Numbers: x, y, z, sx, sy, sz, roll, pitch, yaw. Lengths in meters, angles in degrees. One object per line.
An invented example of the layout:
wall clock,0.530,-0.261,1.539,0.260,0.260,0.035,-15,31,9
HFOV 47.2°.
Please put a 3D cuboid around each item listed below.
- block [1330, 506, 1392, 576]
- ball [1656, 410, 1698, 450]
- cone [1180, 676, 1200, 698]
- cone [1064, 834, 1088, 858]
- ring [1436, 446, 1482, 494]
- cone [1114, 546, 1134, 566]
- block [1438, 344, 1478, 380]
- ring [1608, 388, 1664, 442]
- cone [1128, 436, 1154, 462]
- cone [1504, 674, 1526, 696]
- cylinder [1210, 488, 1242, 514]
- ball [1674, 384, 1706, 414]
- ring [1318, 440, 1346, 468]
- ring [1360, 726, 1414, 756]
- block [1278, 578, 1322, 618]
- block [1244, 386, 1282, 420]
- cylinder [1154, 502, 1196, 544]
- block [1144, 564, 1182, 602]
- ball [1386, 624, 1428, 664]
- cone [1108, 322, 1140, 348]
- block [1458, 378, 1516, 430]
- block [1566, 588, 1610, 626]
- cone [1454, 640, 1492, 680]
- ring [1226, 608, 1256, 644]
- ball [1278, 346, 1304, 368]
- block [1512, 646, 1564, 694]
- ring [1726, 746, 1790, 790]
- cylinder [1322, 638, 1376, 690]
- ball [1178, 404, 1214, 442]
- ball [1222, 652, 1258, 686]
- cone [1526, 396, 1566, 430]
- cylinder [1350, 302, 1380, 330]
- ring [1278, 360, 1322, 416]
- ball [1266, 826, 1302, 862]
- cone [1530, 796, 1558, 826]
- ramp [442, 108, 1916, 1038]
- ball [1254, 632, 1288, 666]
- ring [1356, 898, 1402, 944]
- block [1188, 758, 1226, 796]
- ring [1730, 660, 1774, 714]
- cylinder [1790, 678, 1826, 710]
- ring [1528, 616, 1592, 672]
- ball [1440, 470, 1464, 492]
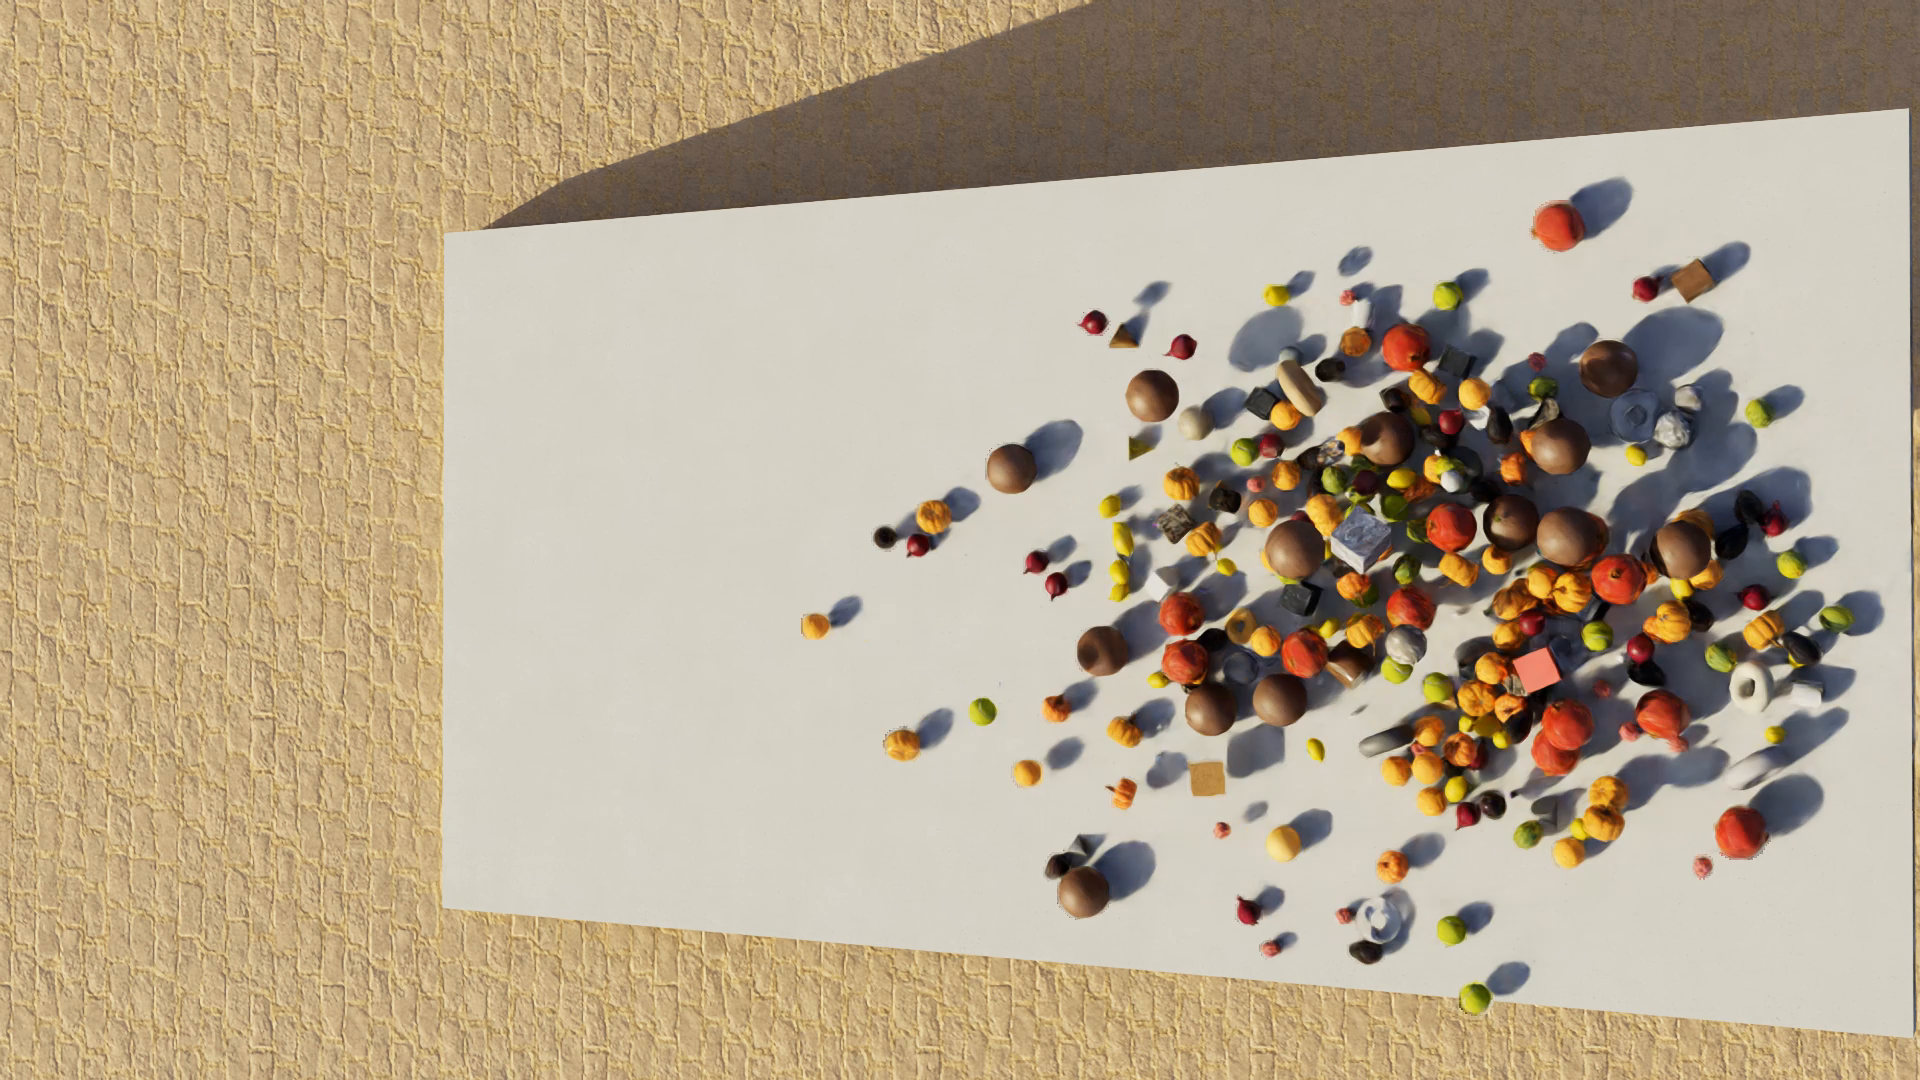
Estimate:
block,0.929,0.001,5.100,0.098,0.098,0.098,40,79,21
ball,1.596,-0.245,4.900,0.090,0.090,0.090,0,89,0
cone,0.582,0.357,5.446,0.053,0.053,0.053,39,75,0
cone,0.298,0.770,5.583,0.057,0.057,0.057,9,64,0
ring,1.169,-0.163,5.150,0.115,0.038,0.115,0,91,30
cone,0.422,0.031,5.525,0.050,0.050,0.050,39,88,0
block,1.163,-0.416,5.144,0.060,0.060,0.060,28,102,24
ring,1.526,-0.280,4.961,0.123,0.041,0.123,0,91,13
cone,0.456,-0.229,5.512,0.066,0.066,0.066,0,89,0
cone,1.276,0.321,5.015,0.053,0.053,0.053,17,121,31
cylinder,0.645,-0.096,5.351,0.055,0.055,0.055,13,89,-28
ball,1.629,-0.316,4.906,0.067,0.067,0.067,0,89,0
ring,0.867,-0.202,5.129,0.025,0.076,0.076,38,89,-27
ring,1.003,0.473,5.170,0.137,0.137,0.046,-19,80,0
block,0.819,0.138,5.297,0.069,0.069,0.069,25,104,26
block,0.737,-0.333,5.356,0.060,0.060,0.060,37,105,22
cylinder,0.532,-0.041,5.427,0.075,0.075,0.075,-42,90,1
block,0.504,0.108,5.459,0.057,0.057,0.057,47,132,20
ball,1.004,0.235,4.943,0.092,0.092,0.092,0,89,0
cone,0.420,-0.500,5.531,0.069,0.069,0.069,26,89,-2
block,1.216,-0.312,5.070,0.077,0.077,0.077,46,63,-20
block,1.425,0.152,4.990,0.058,0.058,0.058,20,105,-43
cone,1.173,0.286,5.103,0.097,0.097,0.097,4,98,33
ring,0.687,0.212,5.377,0.031,0.092,0.092,15,89,-41
ball,0.802,-0.437,5.324,0.062,0.062,0.062,0,89,0
block,1.304,0.293,4.955,0.080,0.080,0.080,-26,79,18
ring,1.741,0.498,4.800,0.146,0.146,0.049,-26,67,0
cylinder,0.926,0.297,5.238,0.088,0.088,0.088,42,90,21
ball,0.581,-0.288,5.417,0.090,0.090,0.090,0,89,0
ball,0.684,0.314,5.361,0.086,0.086,0.086,0,89,0
cone,1.325,-0.271,5.018,0.083,0.083,0.083,-31,89,-1
cylinder,0.964,-0.534,5.243,0.061,0.061,0.061,10,94,0
ring,0.805,-0.361,5.216,0.050,0.149,0.149,-34,89,21
ball,0.781,0.734,5.308,0.086,0.086,0.086,0,89,0
cone,1.355,0.634,5.048,0.067,0.067,0.067,-32,110,0
ramp,0.280,0.080,5.670,4.000,0.100,2.000,0,89,27
ball,0.752,0.264,5.330,0.081,0.081,0.081,0,89,0
ring,0.991,0.901,5.209,0.108,0.036,0.108,0,77,-1
block,0.600,0.577,5.353,0.080,0.080,0.080,-5,90,2
ring,1.740,0.323,4.831,0.039,0.117,0.117,4,89,-23
cylinder,1.848,0.335,4.793,0.060,0.060,0.060,10,89,26
ring,1.370,0.239,5.017,0.143,0.048,0.143,7,117,15
ball,1.122,-0.135,5.017,0.051,0.051,0.051,0,89,0
